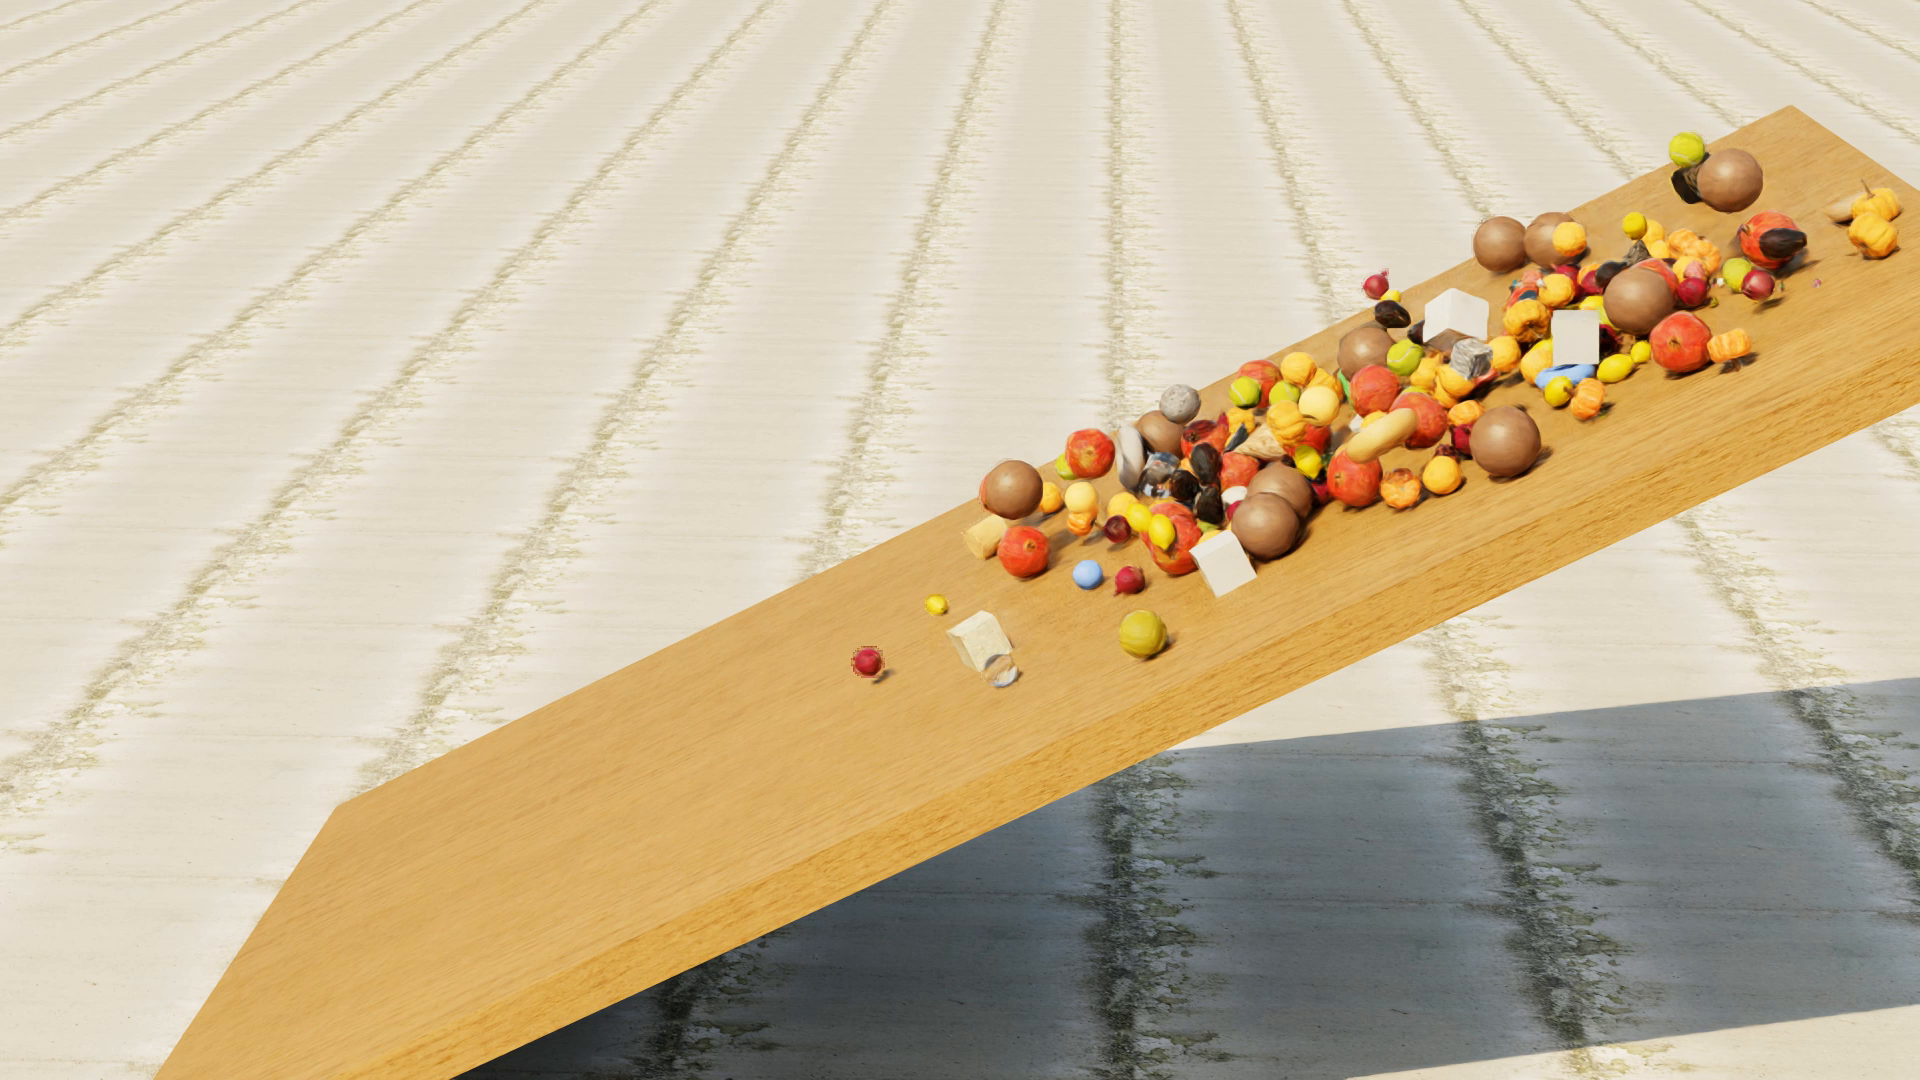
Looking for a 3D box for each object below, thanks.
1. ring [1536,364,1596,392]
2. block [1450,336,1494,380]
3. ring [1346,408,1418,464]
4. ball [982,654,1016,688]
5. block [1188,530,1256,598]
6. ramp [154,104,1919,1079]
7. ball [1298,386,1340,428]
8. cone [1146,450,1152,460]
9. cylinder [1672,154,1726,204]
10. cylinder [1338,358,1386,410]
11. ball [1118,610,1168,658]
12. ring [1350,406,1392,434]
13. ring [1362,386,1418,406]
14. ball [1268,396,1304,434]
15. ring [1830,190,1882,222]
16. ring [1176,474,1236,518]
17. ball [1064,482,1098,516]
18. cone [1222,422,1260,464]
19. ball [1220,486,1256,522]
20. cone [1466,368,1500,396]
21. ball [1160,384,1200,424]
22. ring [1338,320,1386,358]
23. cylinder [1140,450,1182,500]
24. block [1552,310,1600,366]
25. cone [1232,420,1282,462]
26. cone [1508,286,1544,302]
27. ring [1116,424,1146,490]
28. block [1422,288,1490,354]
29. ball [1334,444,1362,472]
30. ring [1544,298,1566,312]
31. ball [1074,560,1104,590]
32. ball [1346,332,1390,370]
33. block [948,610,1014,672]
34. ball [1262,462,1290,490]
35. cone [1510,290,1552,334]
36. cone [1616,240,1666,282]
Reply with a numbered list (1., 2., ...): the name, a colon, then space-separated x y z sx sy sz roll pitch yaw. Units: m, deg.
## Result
1. ring: 1.174 -0.317 5.704 0.116 0.039 0.116 -15 9 2
2. block: 0.972 -0.345 5.588 0.054 0.054 0.054 -17 40 -28
3. ring: 0.784 -0.193 5.452 0.150 0.050 0.150 -31 -9 -5
4. ball: 0.077 0.255 5.734 0.066 0.066 0.066 0 17 0
5. block: 0.502 0.045 5.627 0.086 0.086 0.086 -28 14 0
6. ramp: 0.140 0.168 6.281 4.000 0.100 2.000 -26 14 10
7. ball: 0.724 -0.269 5.930 0.085 0.085 0.085 0 17 0
8. cone: 0.453 -0.161 6.568 0.090 0.090 0.090 -4 17 -18
9. cylinder: 1.633 -0.799 6.499 0.083 0.083 0.083 -32 26 -14
10. cylinder: 0.859 -0.332 6.261 0.086 0.086 0.086 -22 6 2
11. ball: 0.340 0.175 5.460 0.091 0.091 0.091 0 17 0
12. ring: 0.856 -0.250 6.128 0.094 0.031 0.094 -28 14 7
13. ring: 0.896 -0.299 6.119 0.116 0.039 0.116 -1 3 0
14. ball: 0.708 -0.272 6.387 0.081 0.081 0.081 0 17 0
15. ring: 1.769 -0.659 5.807 0.106 0.035 0.106 -24 4 2
16. ring: 0.517 -0.092 6.183 0.139 0.046 0.139 -27 13 6
17. ball: 0.253 -0.086 6.113 0.070 0.070 0.070 0 17 0
18. cone: 0.584 -0.210 6.099 0.081 0.081 0.081 5 -20 2
19. ball: 0.563 -0.072 5.957 0.075 0.075 0.075 0 17 0
20. cone: 1.041 -0.347 5.969 0.077 0.077 0.077 -32 -13 -8
21. ball: 0.474 -0.293 6.331 0.088 0.088 0.088 0 17 0
22. ring: 0.923 -0.461 6.742 0.121 0.040 0.121 -30 14 9
23. cylinder: 0.417 -0.134 6.097 0.076 0.076 0.076 4 30 12
24. block: 1.196 -0.393 5.712 0.090 0.090 0.090 0 15 12
25. cone: 0.582 -0.185 5.849 0.089 0.089 0.089 -17 20 -12
26. cone: 1.202 -0.524 6.311 0.072 0.072 0.072 35 10 -15
27. ring: 0.379 -0.183 6.547 0.049 0.146 0.146 -3 17 -8
28. block: 1.004 -0.440 5.958 0.092 0.092 0.092 18 -25 -20
29. ball: 0.781 -0.164 5.902 0.060 0.060 0.060 0 17 0
30. ring: 1.249 -0.487 6.235 0.078 0.026 0.078 -27 11 6
31. ball: 0.264 0.072 6.046 0.062 0.062 0.062 0 17 0
32. ball: 0.902 -0.413 6.493 0.096 0.096 0.096 0 17 0
33. block: 0.040 0.205 5.949 0.084 0.084 0.084 -31 14 -13
34. ball: 0.641 -0.131 5.970 0.056 0.056 0.056 0 17 0
35. cone: 1.196 -0.452 6.036 0.097 0.097 0.097 19 10 -21
36. cone: 1.406 -0.551 6.011 0.090 0.090 0.090 30 15 -9
